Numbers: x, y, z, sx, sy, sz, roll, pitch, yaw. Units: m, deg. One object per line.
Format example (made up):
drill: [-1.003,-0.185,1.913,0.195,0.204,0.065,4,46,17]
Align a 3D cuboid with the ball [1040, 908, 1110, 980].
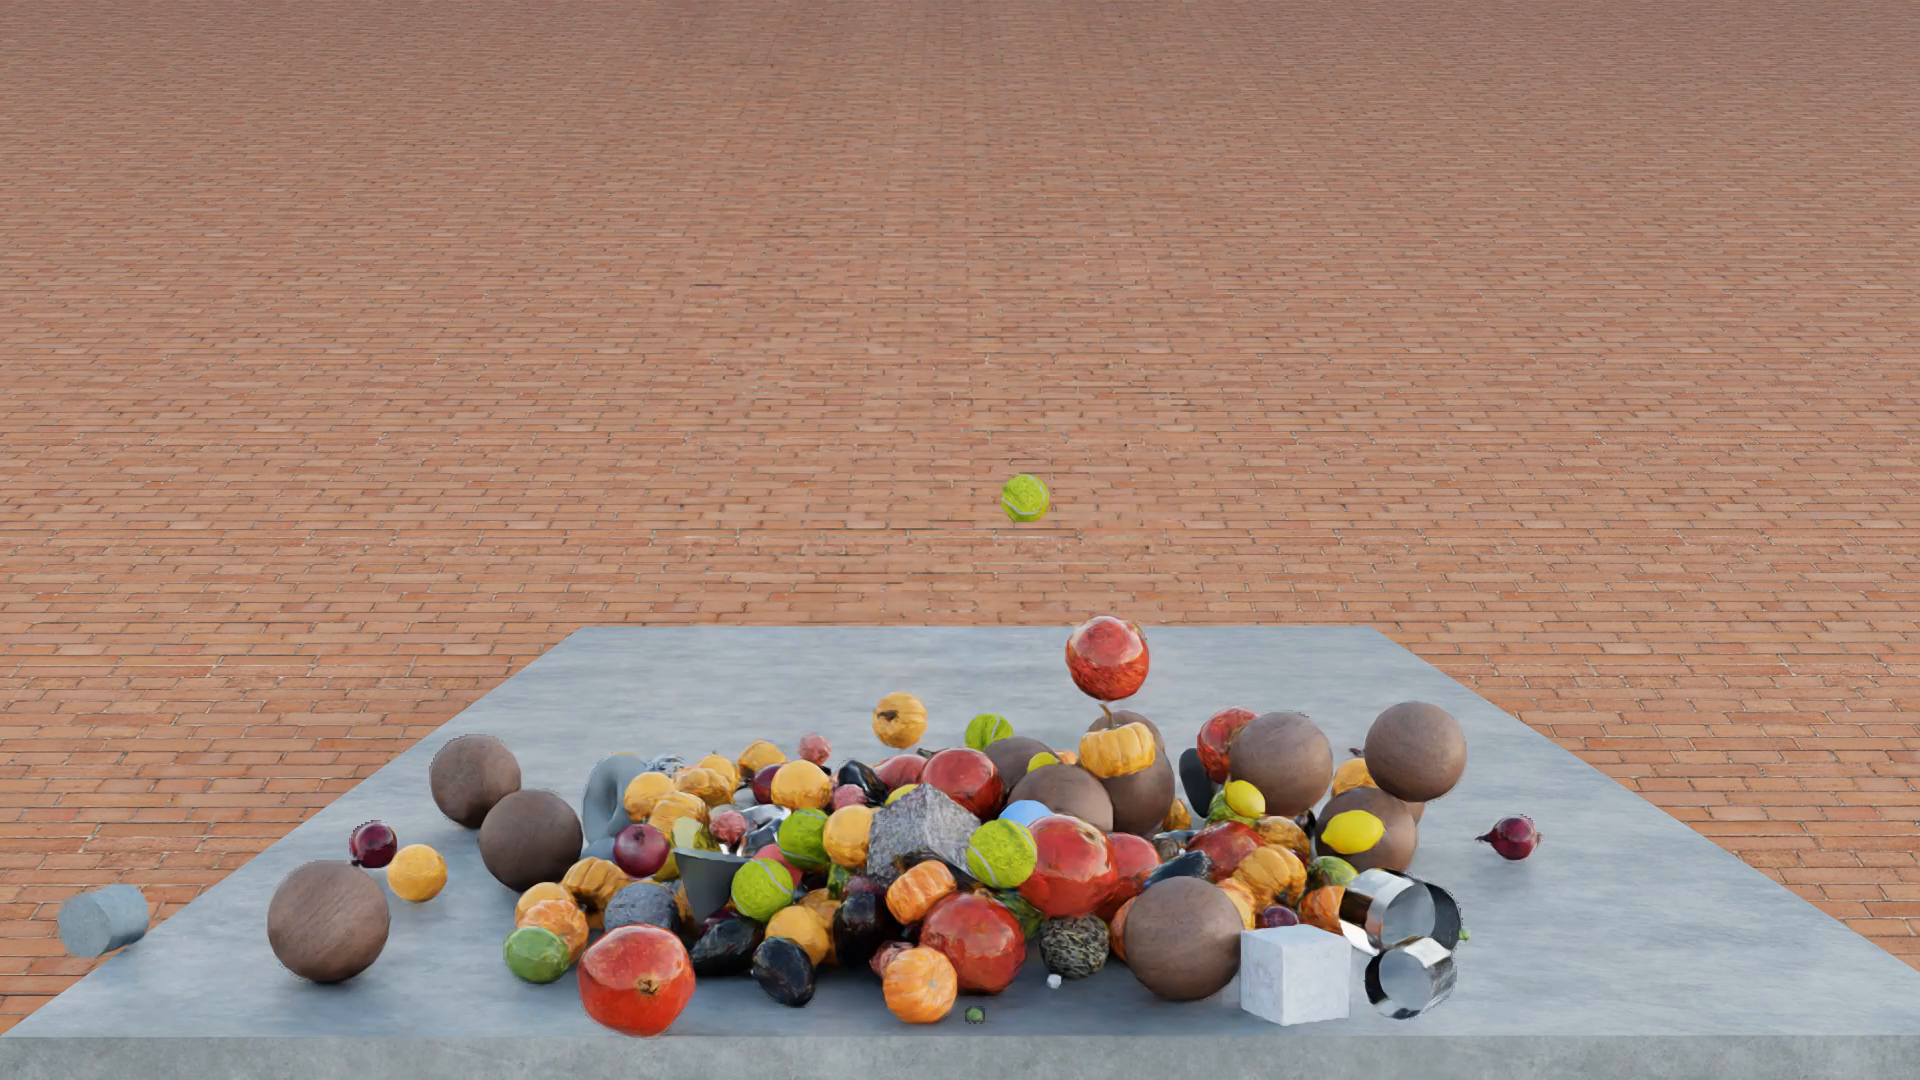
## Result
ball: [0.124,0.437,2.773,0.076,0.076,0.076,0,19,0]

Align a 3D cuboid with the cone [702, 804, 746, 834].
cone: [-0.288,0.374,3.145,0.076,0.076,0.076,2,18,6]

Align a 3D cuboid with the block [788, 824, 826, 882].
block: [-0.219,0.405,3.323,0.063,0.063,0.063,0,3,29]

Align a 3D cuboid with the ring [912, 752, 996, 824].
ring: [-0.008,0.337,3.430,0.114,0.114,0.038,4,-26,-7]

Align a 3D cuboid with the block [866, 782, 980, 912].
block: [-0.039,0.338,2.814,0.086,0.086,0.086,-33,35,30]

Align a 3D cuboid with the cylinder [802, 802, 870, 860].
cylinder: [-0.162,0.390,3.438,0.076,0.076,0.076,-2,16,31]

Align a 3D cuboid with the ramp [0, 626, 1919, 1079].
ramp: [0.045,0.405,4.538,2.000,0.100,4.000,0,4,0]

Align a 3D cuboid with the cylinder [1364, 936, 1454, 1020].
cylinder: [0.461,0.449,2.633,0.072,0.072,0.072,11,8,29]

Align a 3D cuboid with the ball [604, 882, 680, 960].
ball: [-0.356,0.426,2.871,0.085,0.085,0.085,0,19,0]

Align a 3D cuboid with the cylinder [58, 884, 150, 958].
cylinder: [-0.971,0.432,2.912,0.071,0.071,0.071,7,7,19]

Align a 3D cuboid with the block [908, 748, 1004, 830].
block: [-0.009,0.343,3.528,0.086,0.086,0.086,16,-3,-43]

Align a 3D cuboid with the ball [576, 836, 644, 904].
ball: [-0.431,0.408,3.167,0.082,0.082,0.082,0,19,0]

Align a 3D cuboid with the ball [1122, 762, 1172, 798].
ball: [0.278,0.367,3.817,0.073,0.073,0.073,0,19,0]

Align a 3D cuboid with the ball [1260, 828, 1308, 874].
ball: [0.423,0.405,3.344,0.061,0.061,0.061,0,19,0]

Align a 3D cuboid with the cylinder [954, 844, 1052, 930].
cylinder: [0.052,0.397,2.965,0.098,0.098,0.098,-7,-12,-19]

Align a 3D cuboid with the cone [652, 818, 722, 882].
cone: [-0.329,0.375,2.964,0.080,0.080,0.080,-38,6,23]

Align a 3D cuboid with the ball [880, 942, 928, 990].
ball: [-0.060,0.453,2.730,0.050,0.050,0.050,0,19,0]

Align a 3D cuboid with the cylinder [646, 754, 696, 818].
cylinder: [-0.432,0.364,3.793,0.083,0.083,0.083,-2,4,-7]

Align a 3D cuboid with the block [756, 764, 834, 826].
block: [-0.219,0.338,3.390,0.071,0.071,0.071,-11,-13,32]

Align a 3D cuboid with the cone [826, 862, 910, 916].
cone: [-0.111,0.401,2.946,0.090,0.090,0.090,-15,20,-3]

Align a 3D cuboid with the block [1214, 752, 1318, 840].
block: [0.411,0.352,3.458,0.096,0.096,0.096,18,0,-7]

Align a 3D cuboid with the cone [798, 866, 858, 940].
cone: [-0.137,0.410,2.974,0.077,0.077,0.077,25,7,-3]

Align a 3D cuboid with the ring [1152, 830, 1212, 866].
ring: [0.283,0.404,3.358,0.095,0.032,0.095,-7,-22,-3]

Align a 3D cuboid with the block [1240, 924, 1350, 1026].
block: [0.343,0.445,2.629,0.080,0.080,0.080,-2,4,-25]

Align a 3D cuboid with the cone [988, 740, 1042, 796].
cone: [0.077,0.338,3.821,0.082,0.082,0.082,-2,-2,-7]

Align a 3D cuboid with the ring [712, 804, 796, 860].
ring: [-0.243,0.348,3.035,0.106,0.035,0.106,-16,19,6]

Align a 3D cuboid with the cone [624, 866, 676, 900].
cone: [-0.353,0.440,3.043,0.077,0.077,0.077,-15,45,-37]

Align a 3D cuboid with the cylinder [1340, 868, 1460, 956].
cylinder: [0.487,0.420,2.846,0.098,0.098,0.098,-6,6,-18]

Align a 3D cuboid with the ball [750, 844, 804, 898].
ball: [-0.211,0.380,2.949,0.061,0.061,0.061,0,19,0]

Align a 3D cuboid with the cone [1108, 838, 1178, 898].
cone: [0.215,0.393,3.197,0.082,0.082,0.082,25,30,35]

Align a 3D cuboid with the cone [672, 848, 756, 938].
cone: [-0.283,0.401,2.877,0.095,0.095,0.095,8,-2,0]

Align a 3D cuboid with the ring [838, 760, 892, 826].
ring: [-0.115,0.311,3.139,0.031,0.094,0.094,-36,15,12]

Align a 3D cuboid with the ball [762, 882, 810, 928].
ball: [-0.206,0.429,3.030,0.058,0.058,0.058,0,19,0]

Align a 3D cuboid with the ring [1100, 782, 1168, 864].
ring: [0.222,0.362,3.280,0.040,0.119,0.119,32,16,-11]
